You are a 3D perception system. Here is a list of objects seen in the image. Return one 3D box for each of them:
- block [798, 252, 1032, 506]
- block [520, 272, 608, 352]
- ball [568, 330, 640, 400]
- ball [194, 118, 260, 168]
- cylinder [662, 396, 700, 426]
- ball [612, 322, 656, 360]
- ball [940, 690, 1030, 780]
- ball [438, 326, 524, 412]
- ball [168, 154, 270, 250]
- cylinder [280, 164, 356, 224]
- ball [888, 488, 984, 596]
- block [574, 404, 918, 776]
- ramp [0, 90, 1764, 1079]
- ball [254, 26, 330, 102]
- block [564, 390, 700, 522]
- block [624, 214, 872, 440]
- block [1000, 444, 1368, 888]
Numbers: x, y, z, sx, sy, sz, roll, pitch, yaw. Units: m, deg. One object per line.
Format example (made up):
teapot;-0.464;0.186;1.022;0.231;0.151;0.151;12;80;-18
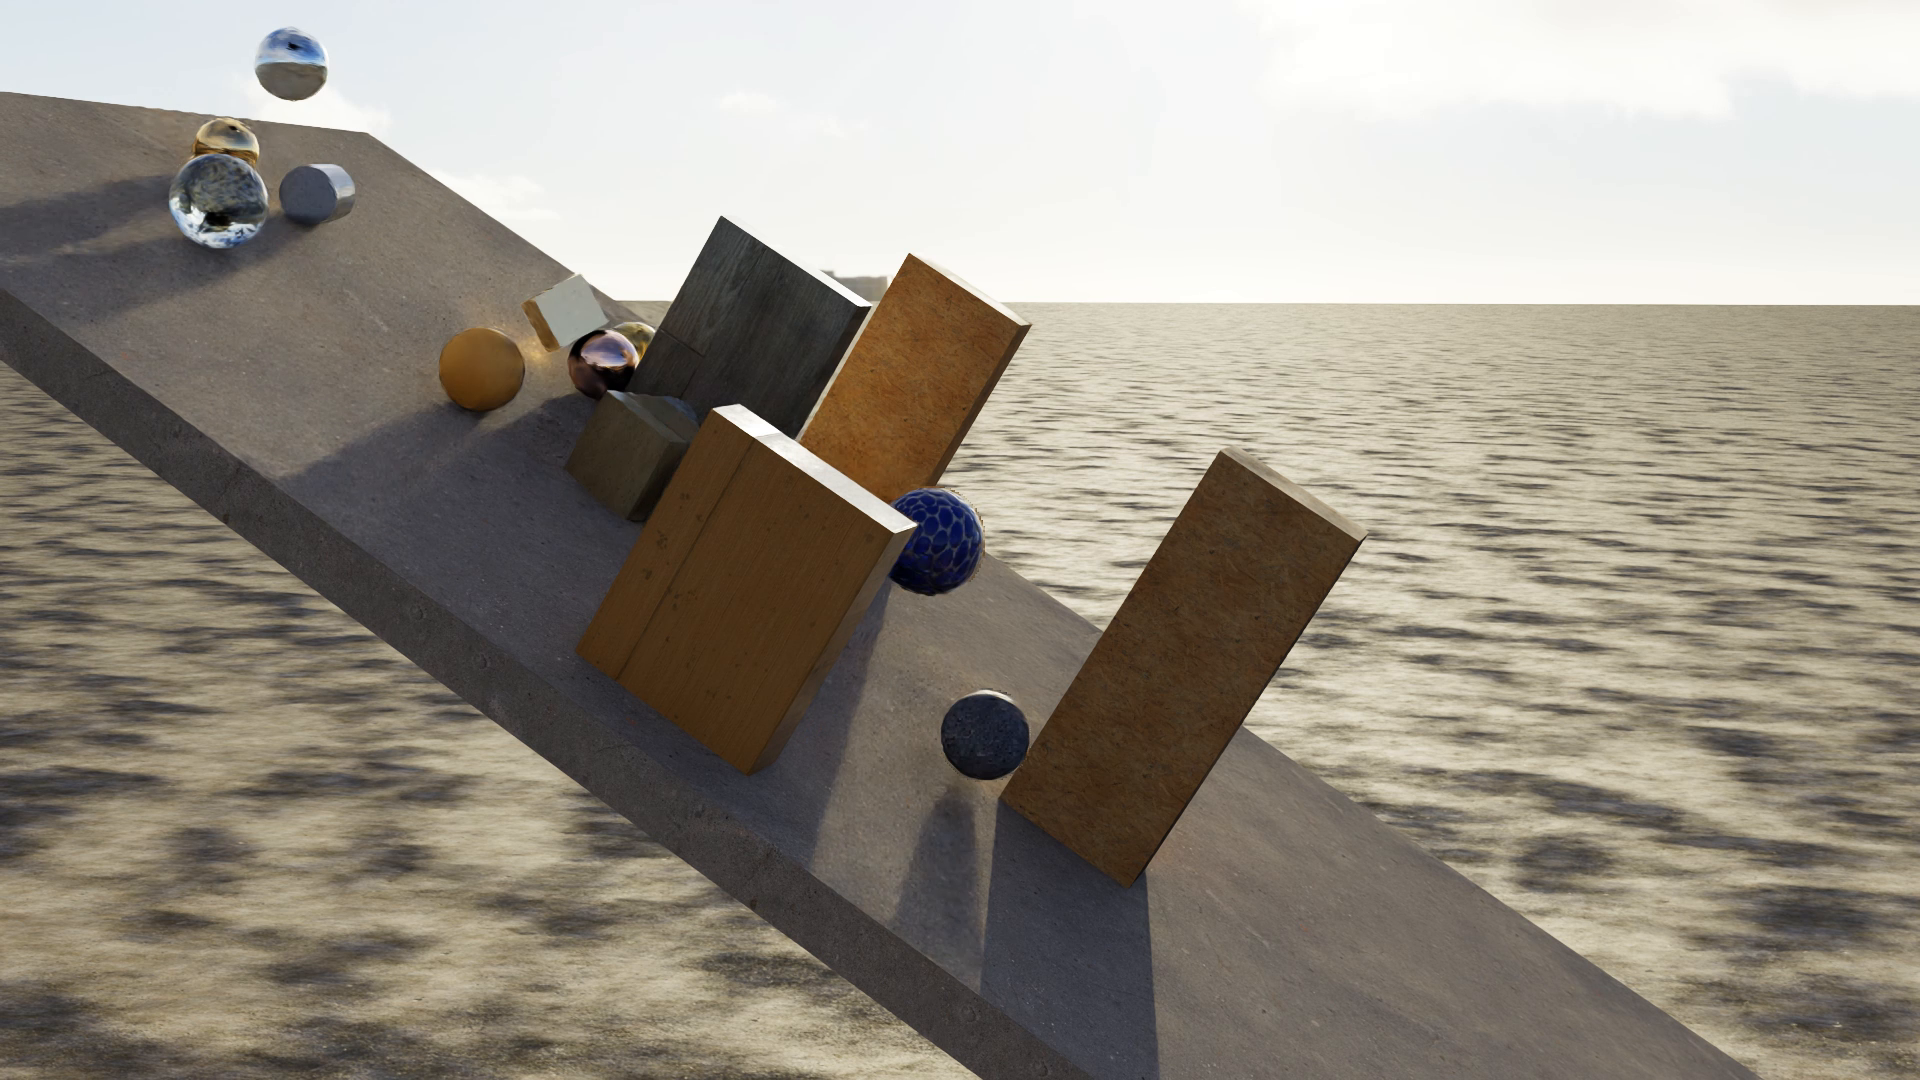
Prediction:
block;-0.112;-0.316;4.784;0.292;0.541;0.097;34;15;11
block;-0.805;-0.462;4.472;0.113;0.113;0.113;-32;13;-21
ball;-0.726;-0.356;4.480;0.145;0.145;0.145;0;7;0
ball;-1.478;-0.786;4.431;0.126;0.126;0.126;0;7;0
cylinder;-0.570;-0.192;4.268;0.138;0.138;0.138;-1;23;-10
ball;-0.691;-0.392;4.648;0.139;0.139;0.139;0;7;0
ball;0.043;0.331;3.729;0.151;0.151;0.151;0;7;0
ball;-0.876;-0.312;4.025;0.155;0.155;0.155;0;7;0
ball;-1.359;-0.621;4.034;0.175;0.175;0.175;0;7;0
cylinder;-1.315;-0.709;4.505;0.118;0.118;0.118;0;12;4
ball;-0.056;0.003;4.095;0.202;0.202;0.202;0;7;0
block;-0.324;0.074;3.303;0.333;0.439;0.107;34;15;11
ramp;-0.154;0.254;4.113;4.000;0.100;2.000;34;15;11
ball;-1.422;-1.013;4.680;0.156;0.156;0.156;0;7;0
block;-0.582;-0.152;4.051;0.171;0.171;0.171;38;16;23
block;-0.441;-0.360;4.414;0.339;0.471;0.081;34;15;11
block;0.372;0.213;3.695;0.267;0.708;0.137;34;15;11
